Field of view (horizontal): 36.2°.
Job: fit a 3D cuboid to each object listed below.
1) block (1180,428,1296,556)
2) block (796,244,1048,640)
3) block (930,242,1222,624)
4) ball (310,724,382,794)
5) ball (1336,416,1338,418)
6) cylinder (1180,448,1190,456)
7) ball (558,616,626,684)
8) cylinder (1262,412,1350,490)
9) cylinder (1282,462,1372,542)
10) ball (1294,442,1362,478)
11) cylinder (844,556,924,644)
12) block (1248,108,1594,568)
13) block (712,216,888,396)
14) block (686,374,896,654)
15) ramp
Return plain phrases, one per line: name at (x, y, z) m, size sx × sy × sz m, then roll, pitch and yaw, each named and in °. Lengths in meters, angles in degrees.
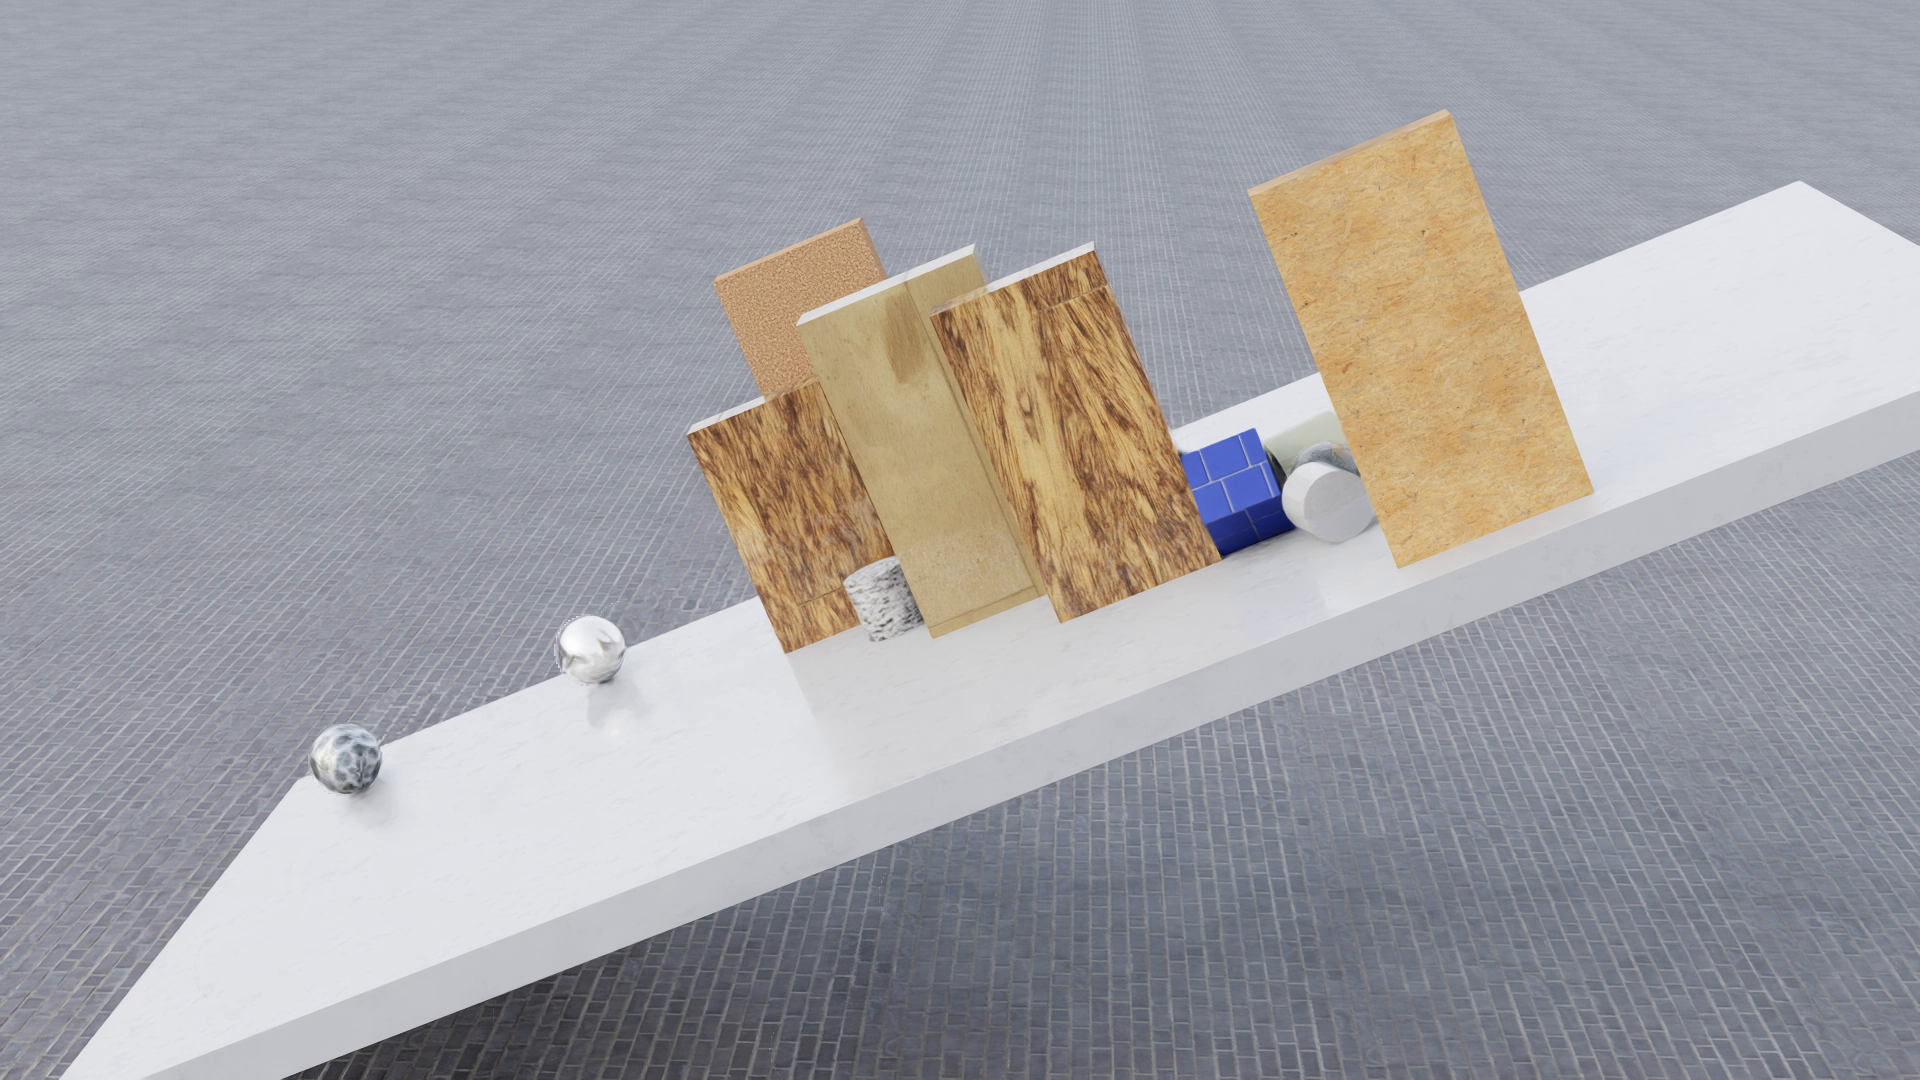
block at (0.554, -0.094, 5.862) m, size 0.161 × 0.161 × 0.161 m, roll -22°, pitch -29°, yaw 8°
block at (-0.013, -0.206, 6.194) m, size 0.397 × 0.726 × 0.144 m, roll -22°, pitch 12°, yaw 8°
block at (0.234, -0.213, 5.890) m, size 0.349 × 0.677 × 0.121 m, roll -22°, pitch 12°, yaw 8°
ball at (-1.479, 0.527, 7.087) m, size 0.170 × 0.170 × 0.170 m, roll 0°, pitch 14°, yaw 0°
ball at (0.853, -0.232, 6.041) m, size 0.167 × 0.167 × 0.167 m, roll 0°, pitch 14°, yaw 0°
cylinder at (0.411, -0.105, 6.073) m, size 0.190 × 0.190 × 0.190 m, roll 19°, pitch 15°, yaw -1°
ball at (-0.893, 0.267, 7.128) m, size 0.165 × 0.165 × 0.165 m, roll 0°, pitch 14°, yaw 0°
cylinder at (0.711, -0.159, 6.009) m, size 0.159 × 0.159 × 0.159 m, roll -26°, pitch 20°, yaw -11°
cylinder at (0.711, -0.074, 5.699) m, size 0.139 × 0.139 × 0.139 m, roll -3°, pitch 9°, yaw -11°
ball at (0.734, -0.125, 5.863) m, size 0.142 × 0.142 × 0.142 m, roll 0°, pitch 14°, yaw 0°
cylinder at (-0.161, 0.130, 6.420) m, size 0.143 × 0.143 × 0.143 m, roll -22°, pitch 12°, yaw 5°
block at (0.828, -0.356, 5.277) m, size 0.376 × 0.733 × 0.091 m, roll -22°, pitch 12°, yaw 8°
block at (-0.253, -0.329, 7.003) m, size 0.373 × 0.789 × 0.097 m, roll -22°, pitch 12°, yaw 8°
block at (-0.346, -0.062, 6.615) m, size 0.333 × 0.547 × 0.112 m, roll -22°, pitch 12°, yaw 8°
ramp at (0.127, 0.172, 6.288) m, size 4.000 × 0.100 × 2.000 m, roll -22°, pitch 12°, yaw 8°
